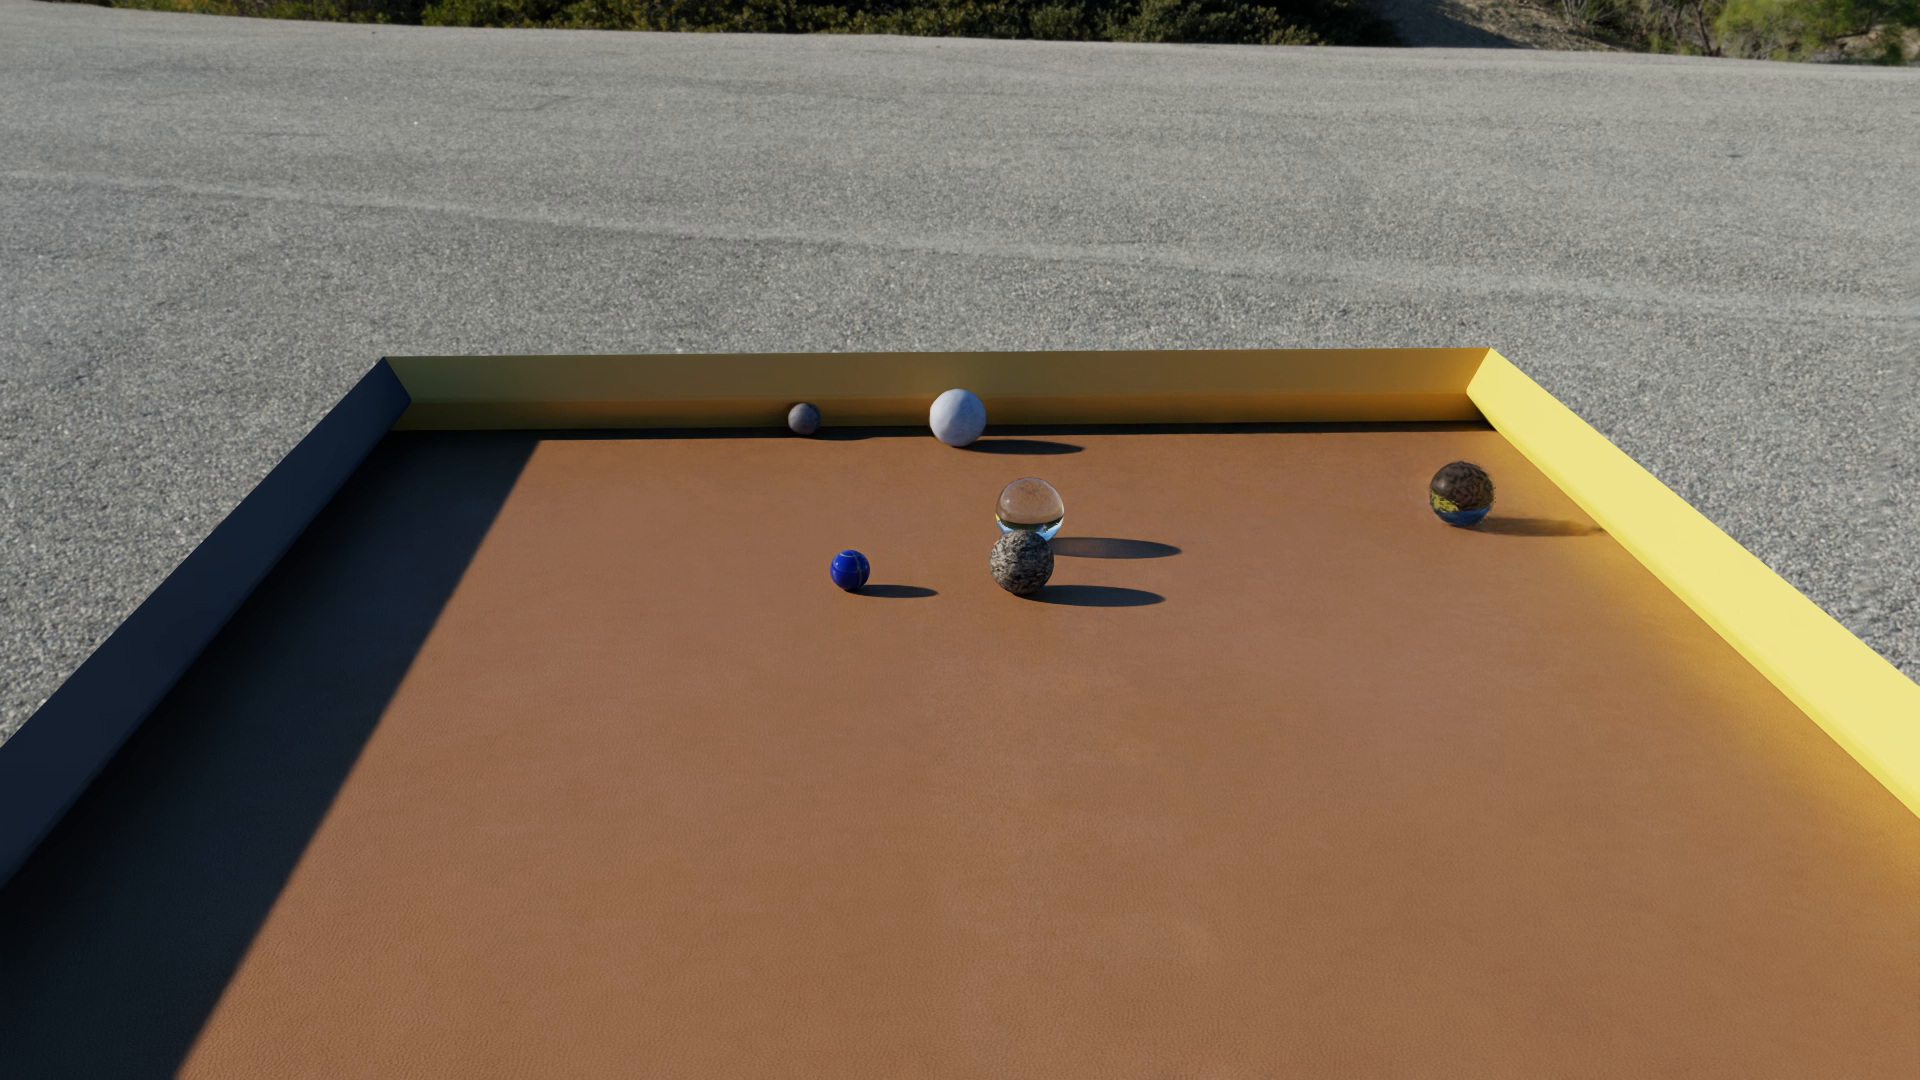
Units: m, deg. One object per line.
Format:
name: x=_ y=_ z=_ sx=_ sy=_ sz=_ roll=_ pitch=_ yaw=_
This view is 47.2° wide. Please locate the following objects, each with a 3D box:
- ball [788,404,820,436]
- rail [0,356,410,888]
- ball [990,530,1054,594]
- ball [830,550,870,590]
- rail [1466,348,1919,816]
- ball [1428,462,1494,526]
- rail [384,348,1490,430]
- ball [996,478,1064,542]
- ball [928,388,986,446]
ball: x=-0.224 y=-0.173 z=3.151 sx=0.047 sy=0.047 sz=0.047 roll=0 pitch=17 yaw=0
rail: x=-0.754 y=0.188 z=1.884 sx=0.045 sy=0.108 sz=2.698 roll=-1 pitch=17 yaw=-2
ball: x=0.069 y=0.024 z=2.471 sx=0.073 sy=0.073 sz=0.073 roll=0 pitch=17 yaw=0
ball: x=-0.124 y=0.034 z=2.486 sx=0.046 sy=0.046 sz=0.046 roll=0 pitch=17 yaw=0
rail: x=0.805 y=0.170 z=1.940 sx=0.045 sy=0.108 sz=2.698 roll=-1 pitch=17 yaw=-2
ball: x=0.621 y=-0.058 z=2.724 sx=0.080 sy=0.080 sz=0.080 roll=0 pitch=17 yaw=0
rail: x=-0.025 y=-0.214 z=3.177 sx=1.607 sy=0.108 sz=0.045 roll=-1 pitch=17 yaw=-2
ball: x=0.084 y=-0.034 z=2.642 sx=0.083 sy=0.083 sz=0.083 roll=0 pitch=17 yaw=0
ball: x=-0.003 y=-0.172 z=3.091 sx=0.081 sy=0.081 sz=0.081 roll=0 pitch=17 yaw=0
